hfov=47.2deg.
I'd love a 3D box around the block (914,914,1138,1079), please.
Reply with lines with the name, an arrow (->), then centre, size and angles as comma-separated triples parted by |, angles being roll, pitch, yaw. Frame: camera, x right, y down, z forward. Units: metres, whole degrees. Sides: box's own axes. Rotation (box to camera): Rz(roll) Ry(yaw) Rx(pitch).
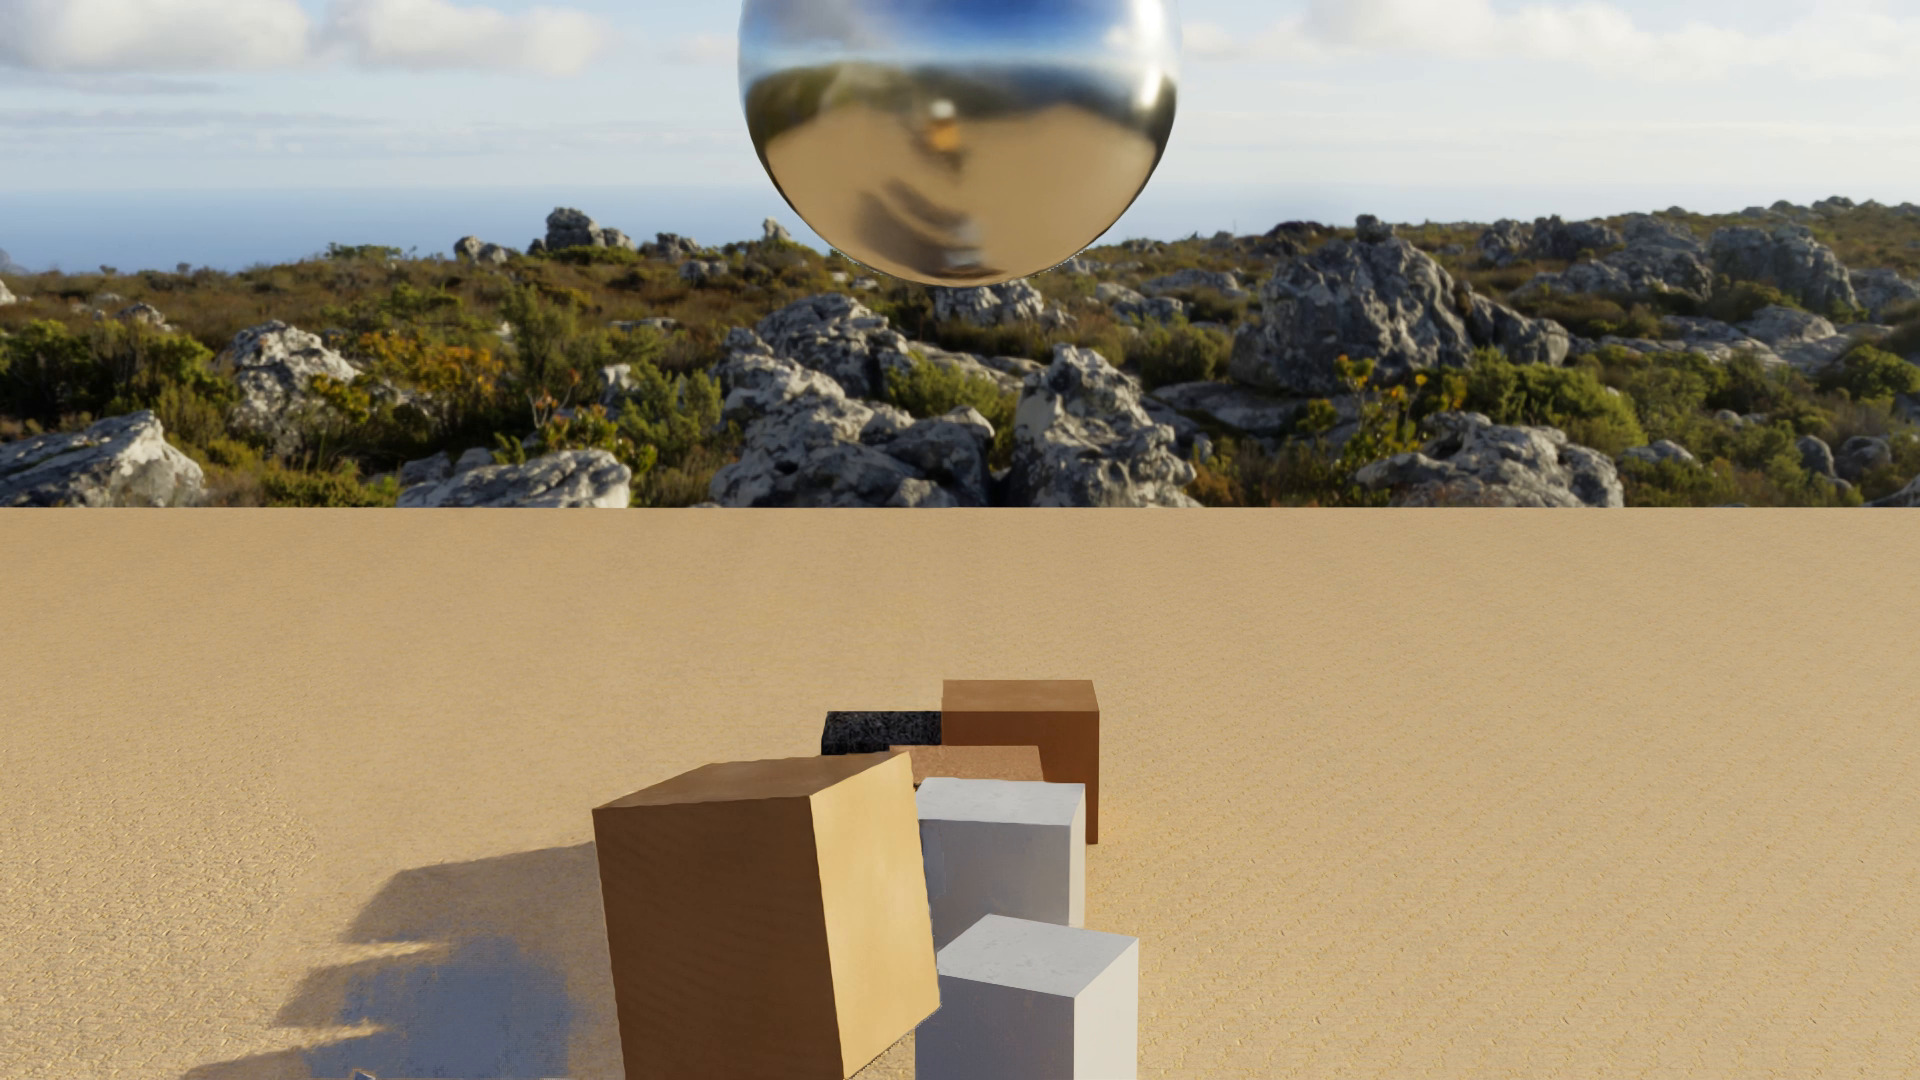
block -> 0.250, 1.794, 8.016 | 0.610, 0.602, 0.637 | 5, 11, 24

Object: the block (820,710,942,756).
block -> -0.399, 1.221, 11.386 | 0.600, 0.525, 0.656 | 0, 10, 0

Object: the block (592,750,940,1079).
block -> -0.437, 0.865, 5.126 | 0.542, 0.626, 0.579 | -6, 3, 21

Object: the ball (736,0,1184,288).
ball -> 0.000, -1.709, 7.872 | 1.600, 1.600, 1.600 | 0, 10, 0

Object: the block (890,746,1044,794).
block -> 0.023, 1.358, 10.332 | 0.711, 0.631, 0.627 | 0, 10, -1

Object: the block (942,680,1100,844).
block -> 0.304, 1.138, 11.375 | 0.788, 0.691, 0.650 | 0, 10, 0

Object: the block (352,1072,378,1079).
block -> -0.778, 1.282, 3.563 | 0.558, 0.574, 0.510 | 19, -17, 21

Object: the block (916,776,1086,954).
block -> 0.150, 1.467, 9.453 | 0.714, 0.720, 0.638 | 2, 9, 9
